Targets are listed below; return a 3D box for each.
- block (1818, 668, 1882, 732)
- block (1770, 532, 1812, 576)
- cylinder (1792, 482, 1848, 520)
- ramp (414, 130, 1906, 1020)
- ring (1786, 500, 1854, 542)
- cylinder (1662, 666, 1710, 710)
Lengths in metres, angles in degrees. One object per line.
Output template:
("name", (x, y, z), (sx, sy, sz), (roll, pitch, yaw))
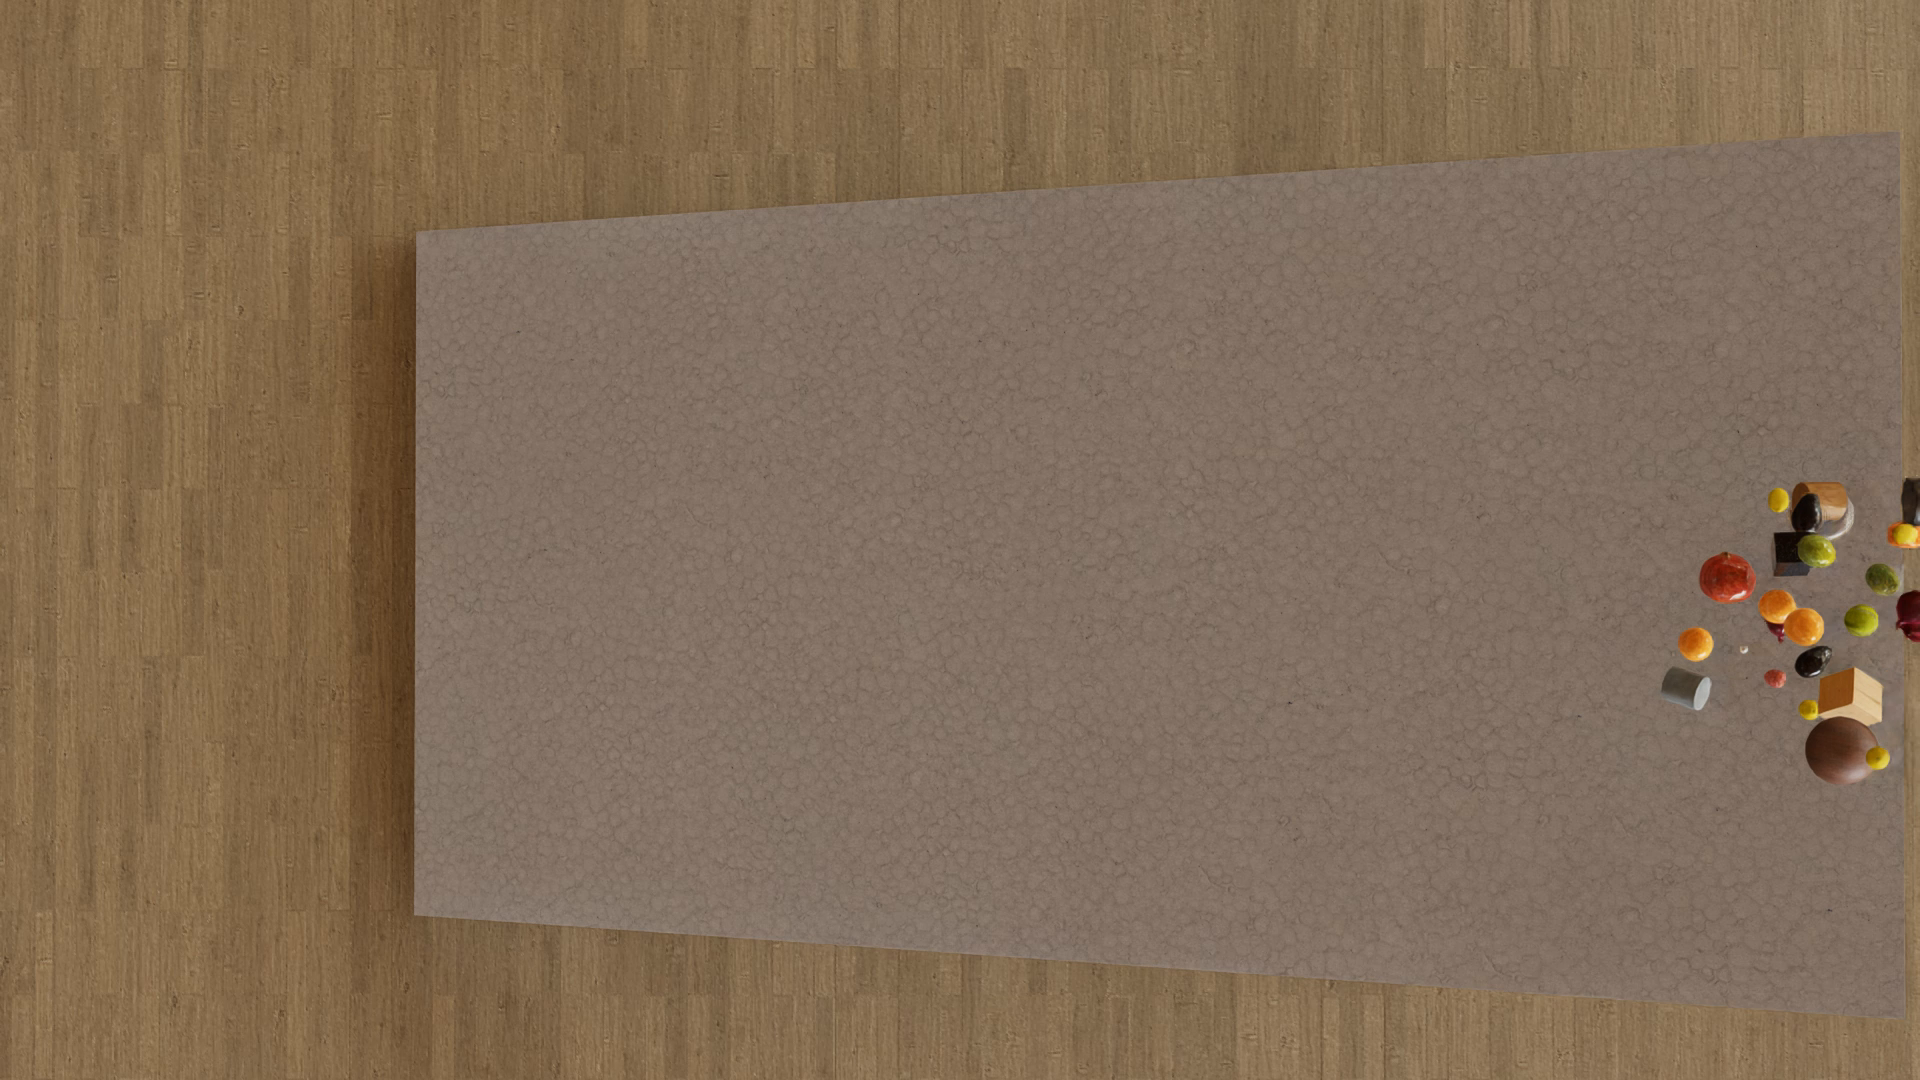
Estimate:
("block", (1.721, 0.309, 4.250), (0.080, 0.080, 0.080), (29, 58, -20))
("block", (1.733, 0.030, 4.585), (0.069, 0.069, 0.069), (-2, 65, 13))
("cylinder", (1.900, -0.086, 4.863), (0.084, 0.084, 0.084), (-2, 89, -8))
("ramp", (0.283, 0.087, 5.736), (4.000, 0.100, 2.000), (0, 89, 22))
("ring", (1.930, -0.058, 4.933), (0.143, 0.048, 0.143), (-7, 53, 10))
("cylinder", (1.626, 0.332, 4.925), (0.078, 0.078, 0.078), (20, 89, 40))
